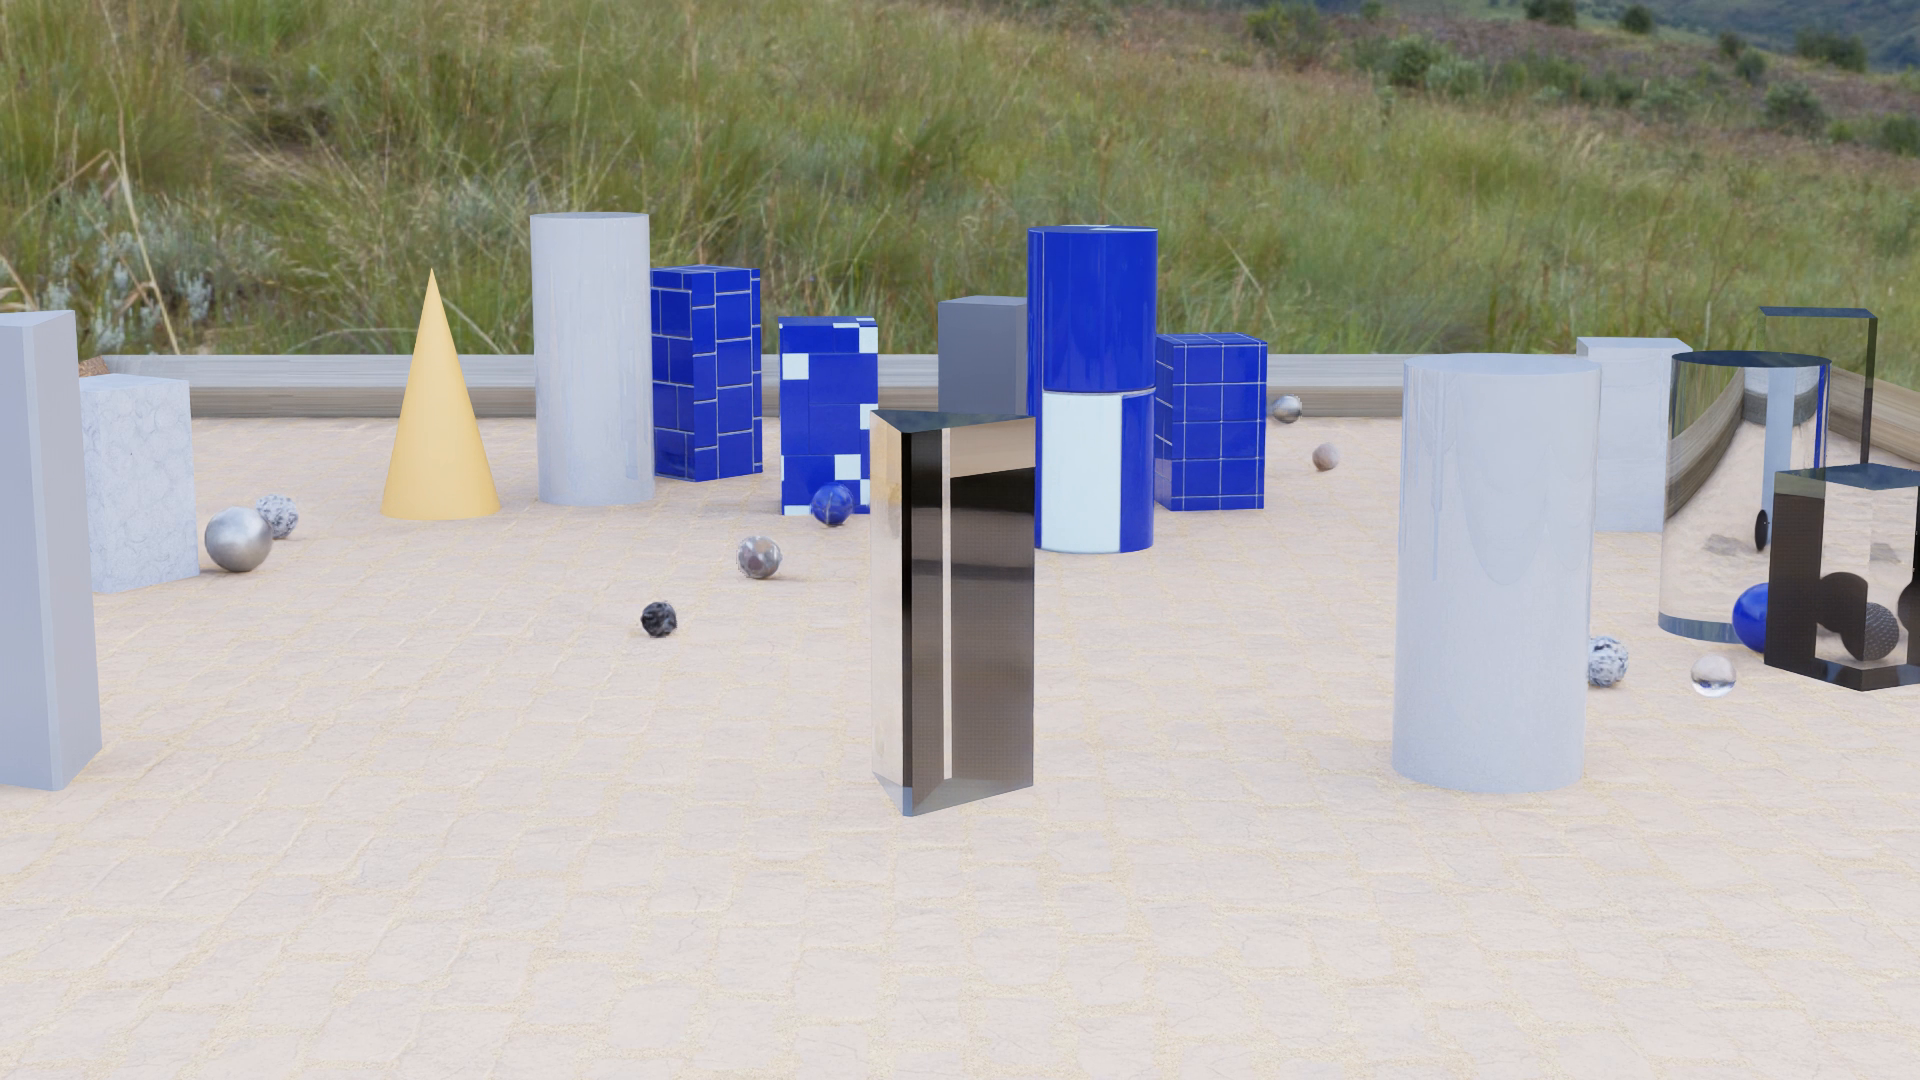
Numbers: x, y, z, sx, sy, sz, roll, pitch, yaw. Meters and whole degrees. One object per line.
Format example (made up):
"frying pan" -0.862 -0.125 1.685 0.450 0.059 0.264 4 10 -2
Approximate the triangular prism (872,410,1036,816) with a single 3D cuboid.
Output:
"triangular prism" -0.039 0.064 2.595 0.172 0.381 0.149 -9 14 -42

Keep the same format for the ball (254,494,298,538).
"ball" -1.066 -0.037 3.995 0.070 0.070 0.070 0 10 0

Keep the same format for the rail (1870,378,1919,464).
"rail" 1.760 0.031 3.459 0.045 0.129 3.926 0 10 0

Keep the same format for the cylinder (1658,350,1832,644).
"cylinder" 1.017 -0.059 3.332 0.198 0.354 0.198 0 10 0

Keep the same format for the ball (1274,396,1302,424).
"ball" 0.673 -0.267 5.276 0.057 0.057 0.057 0 10 0

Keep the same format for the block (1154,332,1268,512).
"block" 0.414 -0.200 4.307 0.159 0.278 0.159 -2 11 -9

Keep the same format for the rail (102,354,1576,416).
"rail" -0.011 -0.320 5.356 3.567 0.129 0.045 0 10 0

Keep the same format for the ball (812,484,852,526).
"ball" -0.206 -0.056 4.111 0.066 0.066 0.066 0 10 0

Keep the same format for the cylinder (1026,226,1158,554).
"cylinder" 0.200 -0.233 3.923 0.198 0.482 0.198 0 10 0

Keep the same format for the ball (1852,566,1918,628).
"ball" 1.213 0.075 3.364 0.080 0.080 0.080 0 10 0

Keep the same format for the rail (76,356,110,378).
"rail" -1.760 0.035 3.439 0.045 0.129 3.926 0 10 0

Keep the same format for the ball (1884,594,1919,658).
"ball" 1.192 0.108 3.191 0.078 0.078 0.078 0 10 0

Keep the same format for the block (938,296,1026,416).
"block" 0.066 -0.297 4.777 0.159 0.298 0.159 5 12 26

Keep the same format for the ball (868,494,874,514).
"ball" -0.126 -0.058 4.174 0.046 0.046 0.046 0 10 0

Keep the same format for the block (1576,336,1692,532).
"block" 1.072 -0.171 4.111 0.159 0.291 0.159 1 11 7

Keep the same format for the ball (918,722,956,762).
"ball" -0.025 0.214 2.718 0.041 0.041 0.041 0 10 0

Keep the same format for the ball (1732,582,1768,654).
"ball" 1.013 0.098 3.213 0.090 0.090 0.090 0 10 0

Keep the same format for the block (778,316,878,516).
"block" -0.220 -0.209 4.264 0.159 0.311 0.159 -1 11 -5

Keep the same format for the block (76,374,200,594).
"block" -1.211 -0.084 3.665 0.159 0.283 0.159 7 12 32

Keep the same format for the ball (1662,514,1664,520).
"ball" 1.123 -0.031 3.985 0.063 0.063 0.063 0 10 0

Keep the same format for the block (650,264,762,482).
"block" -0.470 -0.303 4.614 0.159 0.368 0.159 10 14 43

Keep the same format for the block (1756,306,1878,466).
"block" 1.302 -0.171 3.934 0.159 0.357 0.159 2 11 13

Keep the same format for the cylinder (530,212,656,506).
"cylinder" -0.621 -0.310 4.347 0.198 0.478 0.198 0 10 0

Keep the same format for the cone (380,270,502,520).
"cone" -0.862 -0.247 4.220 0.198 0.402 0.198 0 10 0

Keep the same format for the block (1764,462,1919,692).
"block" 1.096 0.041 3.104 0.159 0.240 0.159 -5 12 -26

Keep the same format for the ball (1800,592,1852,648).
"ball" 1.089 0.101 3.242 0.073 0.073 0.073 0 10 0

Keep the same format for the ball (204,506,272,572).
"ball" -1.050 -0.002 3.733 0.096 0.096 0.096 0 10 0

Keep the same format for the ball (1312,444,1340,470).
"ball" 0.665 -0.150 4.663 0.049 0.049 0.049 0 10 0

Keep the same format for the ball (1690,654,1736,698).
"ball" 0.878 0.158 2.991 0.052 0.052 0.052 0 10 0

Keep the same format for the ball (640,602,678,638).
"ball" -0.388 0.102 3.308 0.047 0.047 0.047 0 10 0

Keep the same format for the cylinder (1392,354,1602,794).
"cylinder" 0.553 0.029 2.658 0.198 0.426 0.198 0 10 0

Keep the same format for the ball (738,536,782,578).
"ball" -0.287 0.025 3.685 0.062 0.062 0.062 0 10 0

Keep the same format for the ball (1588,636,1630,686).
"ball" 0.763 0.144 3.046 0.060 0.060 0.060 0 10 0

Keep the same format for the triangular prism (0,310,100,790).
"triangular prism" -0.963 0.004 2.668 0.172 0.473 0.149 5 12 25
